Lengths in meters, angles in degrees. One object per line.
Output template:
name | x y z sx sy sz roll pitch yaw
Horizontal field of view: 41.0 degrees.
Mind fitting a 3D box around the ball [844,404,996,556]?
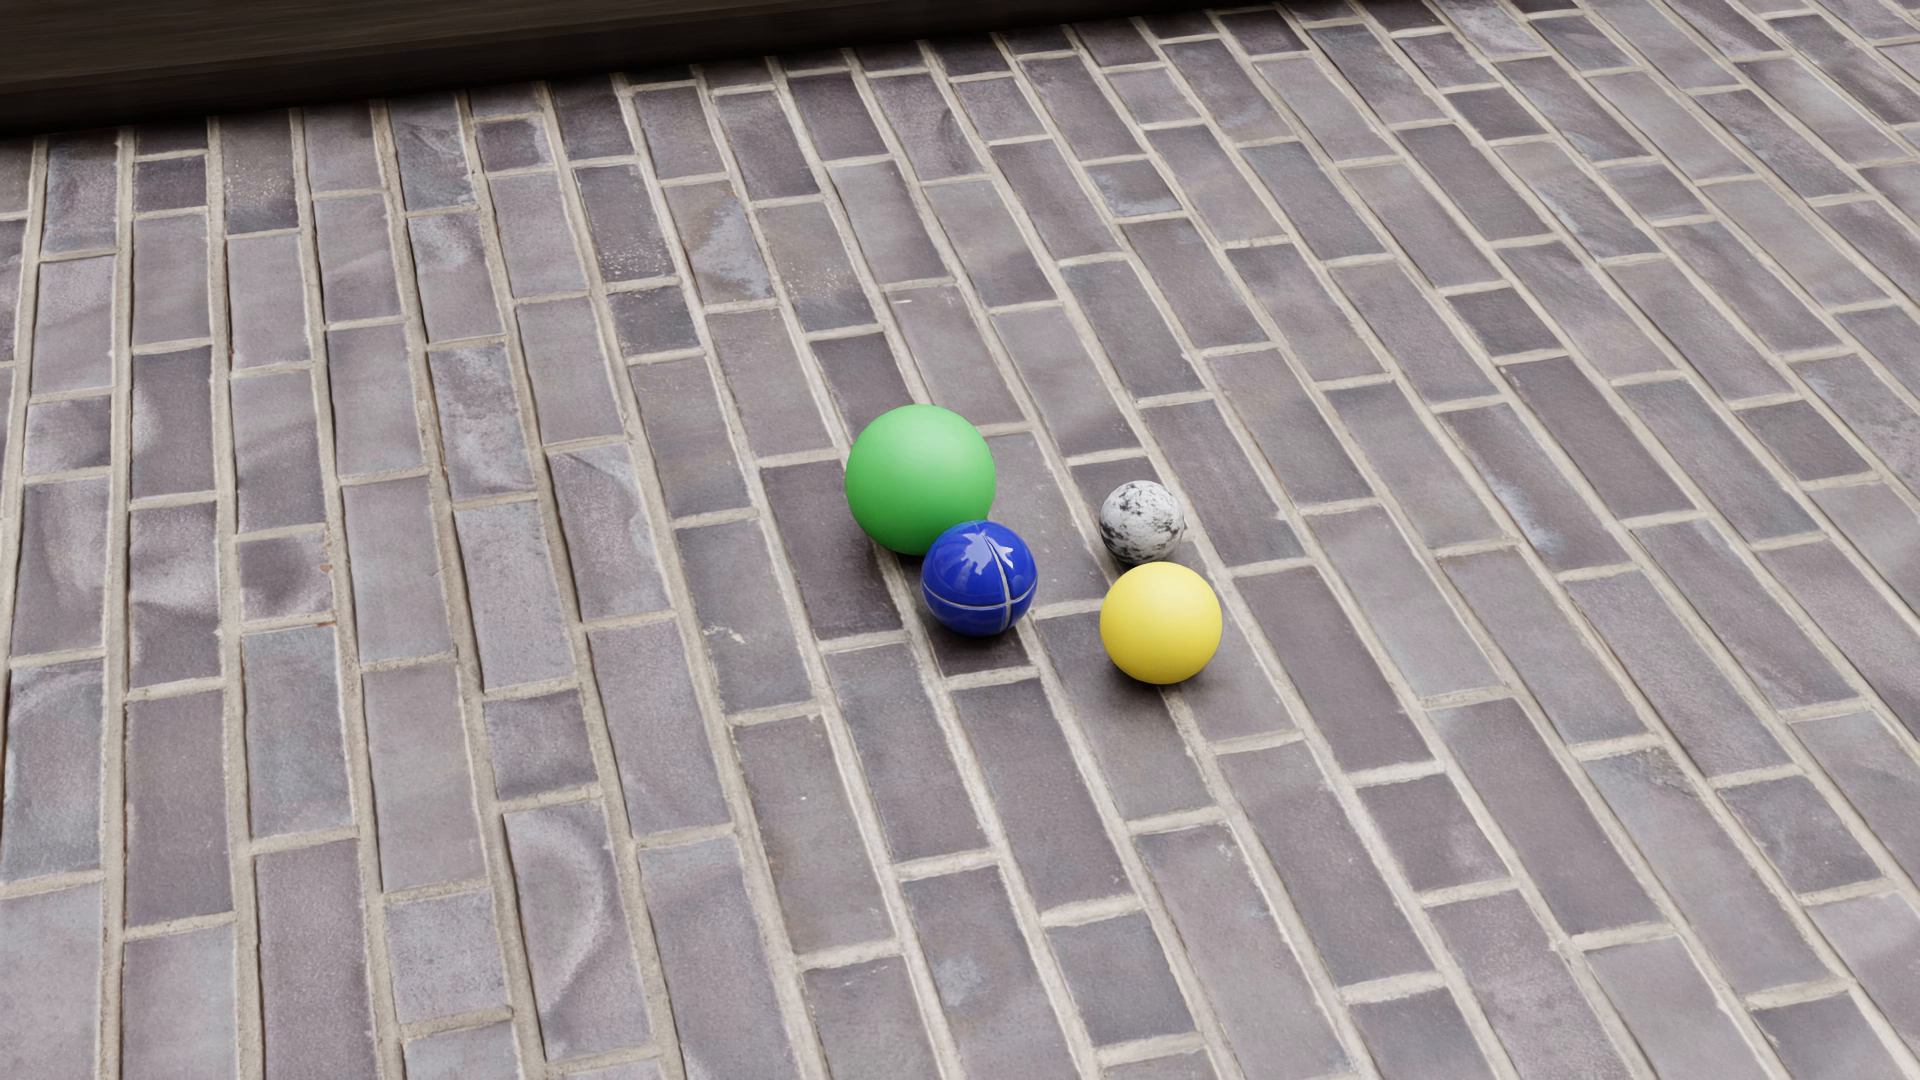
ball | -0.025 -0.038 1.612 0.095 0.095 0.095 0 36 0

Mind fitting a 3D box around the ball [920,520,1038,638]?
ball | 0.012 0.023 1.549 0.071 0.071 0.071 0 36 0

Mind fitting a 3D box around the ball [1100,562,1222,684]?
ball | 0.118 0.049 1.512 0.072 0.072 0.072 0 36 0

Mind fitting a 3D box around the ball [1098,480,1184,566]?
ball | 0.114 -0.011 1.611 0.054 0.054 0.054 0 36 0

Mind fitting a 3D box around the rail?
rail | 0.503 -0.558 2.308 2.853 0.124 0.045 -8 37 -12
